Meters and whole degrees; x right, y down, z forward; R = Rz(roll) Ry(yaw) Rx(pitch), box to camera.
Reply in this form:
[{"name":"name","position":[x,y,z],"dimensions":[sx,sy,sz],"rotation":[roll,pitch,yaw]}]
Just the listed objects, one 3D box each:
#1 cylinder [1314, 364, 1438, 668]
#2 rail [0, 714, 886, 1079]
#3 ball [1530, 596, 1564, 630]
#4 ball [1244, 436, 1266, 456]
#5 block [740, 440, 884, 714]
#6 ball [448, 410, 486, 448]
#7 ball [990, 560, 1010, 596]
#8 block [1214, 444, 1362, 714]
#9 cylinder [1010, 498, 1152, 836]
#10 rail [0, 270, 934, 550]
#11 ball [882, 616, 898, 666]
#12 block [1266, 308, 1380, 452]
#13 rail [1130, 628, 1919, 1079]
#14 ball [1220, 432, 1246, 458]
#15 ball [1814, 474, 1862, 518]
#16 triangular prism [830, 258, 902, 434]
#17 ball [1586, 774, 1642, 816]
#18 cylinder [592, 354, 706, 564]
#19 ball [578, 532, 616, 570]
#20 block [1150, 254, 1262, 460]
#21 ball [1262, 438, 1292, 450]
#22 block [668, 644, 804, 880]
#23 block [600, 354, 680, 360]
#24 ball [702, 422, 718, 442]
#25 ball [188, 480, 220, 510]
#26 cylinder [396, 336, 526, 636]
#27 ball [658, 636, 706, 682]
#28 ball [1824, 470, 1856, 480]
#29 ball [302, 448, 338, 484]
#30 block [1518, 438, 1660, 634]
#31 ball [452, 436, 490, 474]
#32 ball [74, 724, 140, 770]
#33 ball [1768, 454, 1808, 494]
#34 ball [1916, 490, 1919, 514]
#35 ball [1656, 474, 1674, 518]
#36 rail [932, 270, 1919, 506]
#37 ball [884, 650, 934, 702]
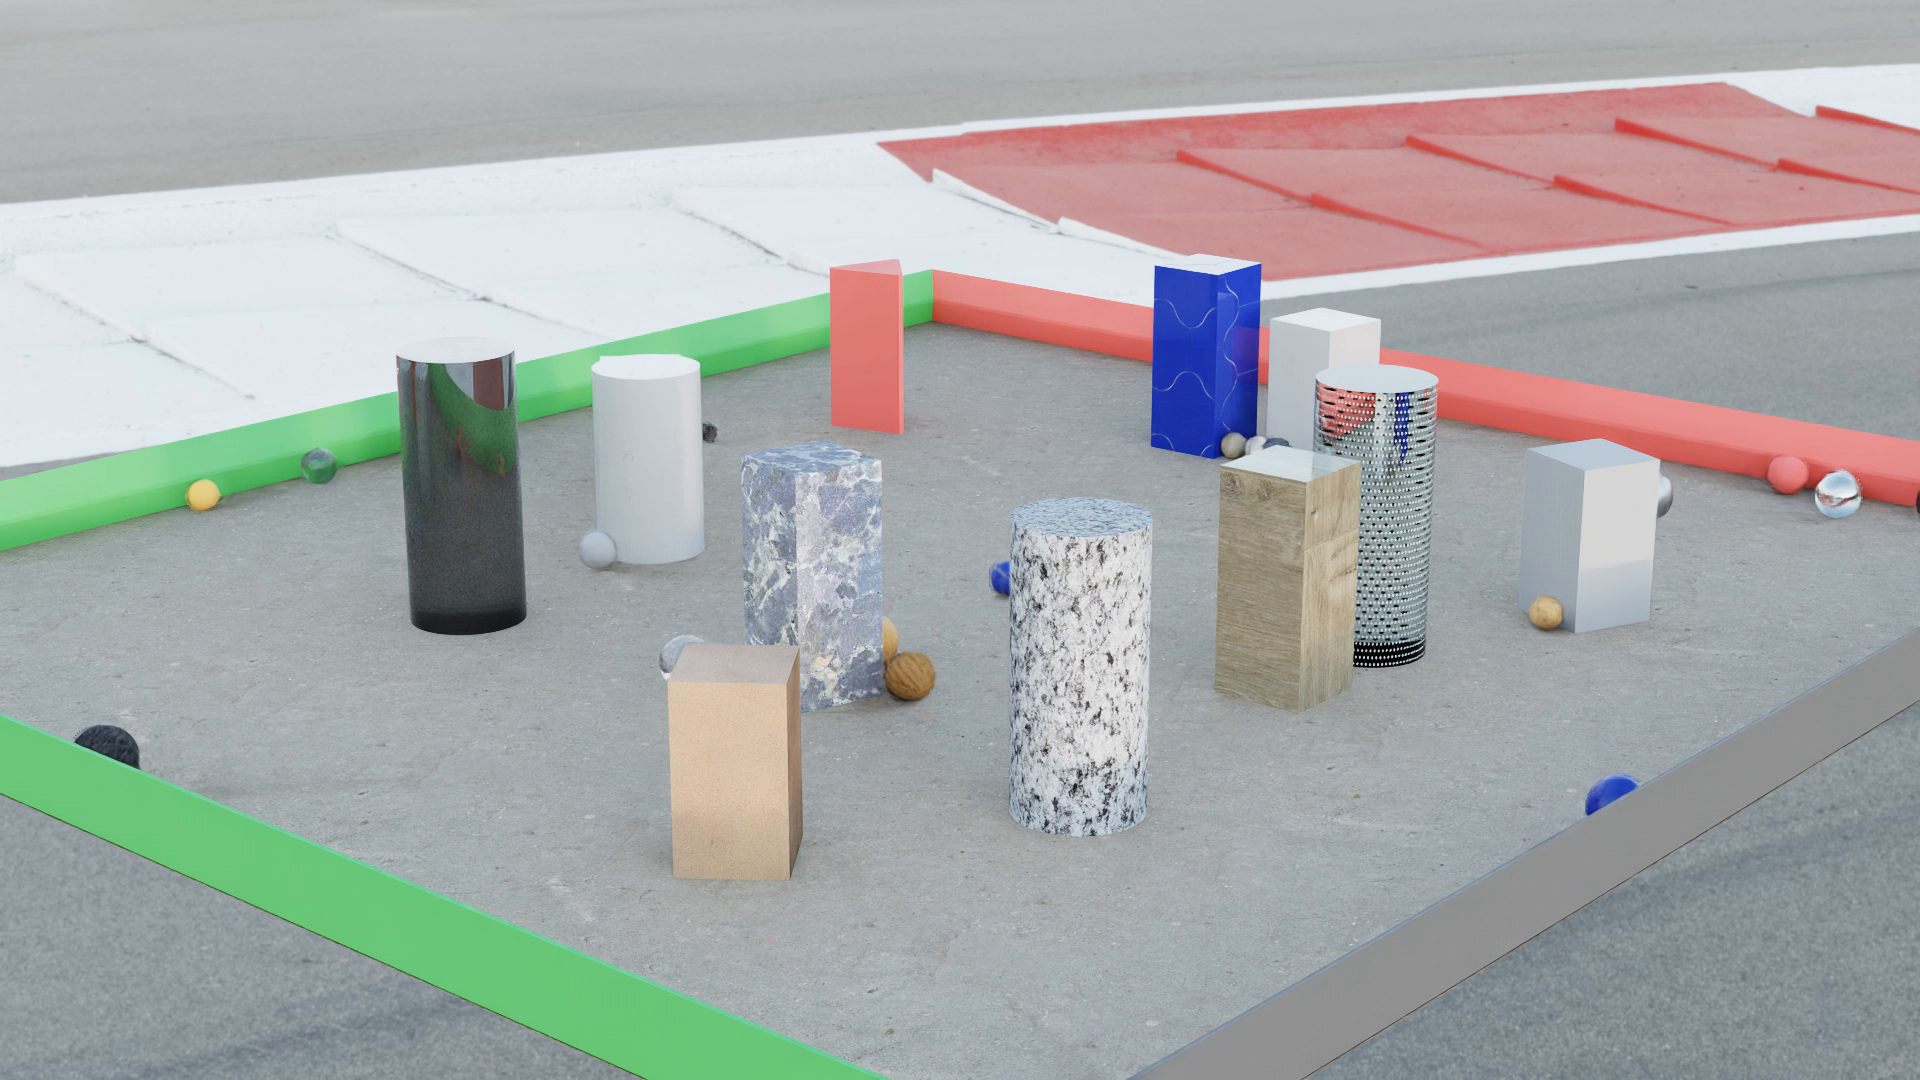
[{"name":"cylinder","position":[0.672,-0.041,4.789],"dimensions":[0.196,0.460,0.196],"rotation":[0,17,0]},{"name":"rail","position":[-1.049,0.381,3.963],"dimensions":[3.004,0.128,0.045],"rotation":[14,22,39]},{"name":"ball","position":[0.989,0.123,4.945],"dimensions":[0.057,0.057,0.057],"rotation":[0,17,0]},{"name":"ball","position":[0.606,-0.185,5.971],"dimensions":[0.054,0.054,0.054],"rotation":[0,17,0]},{"name":"block","position":[-0.232,0.056,4.602],"dimensions":[0.157,0.383,0.157],"rotation":[-12,20,-34]},{"name":"ball","position":[-1.021,-0.230,6.074],"dimensions":[0.080,0.080,0.080],"rotation":[0,17,0]},{"name":"ball","position":[0.084,0.067,5.123],"dimensions":[0.062,0.062,0.062],"rotation":[0,17,0]},{"name":"block","position":[0.514,0.059,4.606],"dimensions":[0.157,0.373,0.157],"rotation":[13,21,37]},{"name":"cylinder","position":[0.168,0.176,4.113],"dimensions":[0.196,0.435,0.196],"rotation":[0,17,0]},{"name":"rail","position":[-1.116,-0.248,6.048],"dimensions":[0.045,0.128,3.248],"rotation":[14,22,39]},{"name":"ball","position":[-0.146,0.163,4.746],"dimensions":[0.094,0.094,0.094],"rotation":[0,17,0]},{"name":"block","position":[0.737,-0.304,5.949],"dimensions":[0.157,0.294,0.157],"rotation":[-15,22,-41]},{"name":"rail","position":[1.116,0.312,4.192],"dimensions":[0.045,0.128,3.248],"rotation":[14,22,39]},{"name":"ball","position":[0.561,-0.194,6.001],"dimensions":[0.054,0.054,0.054],"rotation":[0,17,0]},{"name":"ball","position":[1.671,-0.084,5.581],"dimensions":[0.086,0.086,0.086],"rotation":[0,17,0]},{"name":"triangular prism","position":[-0.167,-0.418,6.246],"dimensions":[0.170,0.341,0.147],"rotation":[8,19,25]},{"name":"ball","position":[0.913,0.370,4.067],"dimensions":[0.089,0.089,0.089],"rotation":[0,17,0]},{"name":"cylinder","position":[-0.568,-0.149,5.349],"dimensions":[0.196,0.344,0.196],"rotation":[0,17,0]},{"name":"ball","position":[-0.652,0.019,5.269],"dimensions":[0.069,0.069,0.069],"rotation":[0,17,0]},{"name":"block","position":[0.507,-0.381,6.050],"dimensions":[0.157,0.383,0.157],"rotation":[13,21,37]},{"name":"ball","position":[0.641,-0.176,5.925],"dimensions":[0.064,0.064,0.064],"rotation":[0,17,0]},{"name":"block","position":[-0.302,0.299,3.974],"dimensions":[0.157,0.279,0.157],"rotation":[1,17,3]},{"name":"block","position":[-0.622,-0.222,5.752],"dimensions":[0.157,0.251,0.157],"rotation":[-2,17,-7]},{"name":"ball","position":[-0.528,-0.226,6.131],"dimensions":[0.041,0.041,0.041],"rotation":[0,17,0]},{"name":"ball","position":[-1.452,-0.086,5.632],"dimensions":[0.061,0.061,0.061],"rotation":[0,17,0]},{"name":"cylinder","position":[-0.840,-0.093,4.947],"dimensions":[0.196,0.468,0.196],"rotation":[0,17,0]},{"name":"ball","position":[-0.433,0.195,4.651],"dimensions":[0.088,0.088,0.088],"rotation":[0,17,0]},{"name":"ball","position":[1.705,-0.105,5.686],"dimensions":[0.065,0.065,0.065],"rotation":[0,17,0]},{"name":"ball","position":[-1.270,-0.147,5.814],"dimensions":[0.072,0.072,0.072],"rotation":[0,17,0]},{"name":"block","position":[1.068,-0.009,4.989],"dimensions":[0.157,0.284,0.157],"rotation":[-8,19,-25]},{"name":"ball","position":[-0.981,-0.171,5.884],"dimensions":[0.076,0.076,0.076],"rotation":[0,17,0]},{"name":"ball","position":[-1.235,0.316,4.234],"dimensions":[0.098,0.098,0.098],"rotation":[0,17,0]},{"name":"ball","position":[1.620,-0.128,5.741],"dimensions":[0.078,0.078,0.078],"rotation":[0,17,0]},{"name":"ball","position":[1.851,-0.072,5.534],"dimensions":[0.090,0.090,0.090],"rotation":[0,17,0]},{"name":"ball","position":[1.307,-0.085,5.568],"dimensions":[0.096,0.096,0.096],"rotation":[0,17,0]},{"name":"rail","position":[1.049,-0.317,6.277],"dimensions":[3.004,0.128,0.045],"rotation":[14,22,39]},{"name":"ball","position":[-0.079,0.214,4.603],"dimensions":[0.080,0.080,0.080],"rotation":[0,17,0]}]
